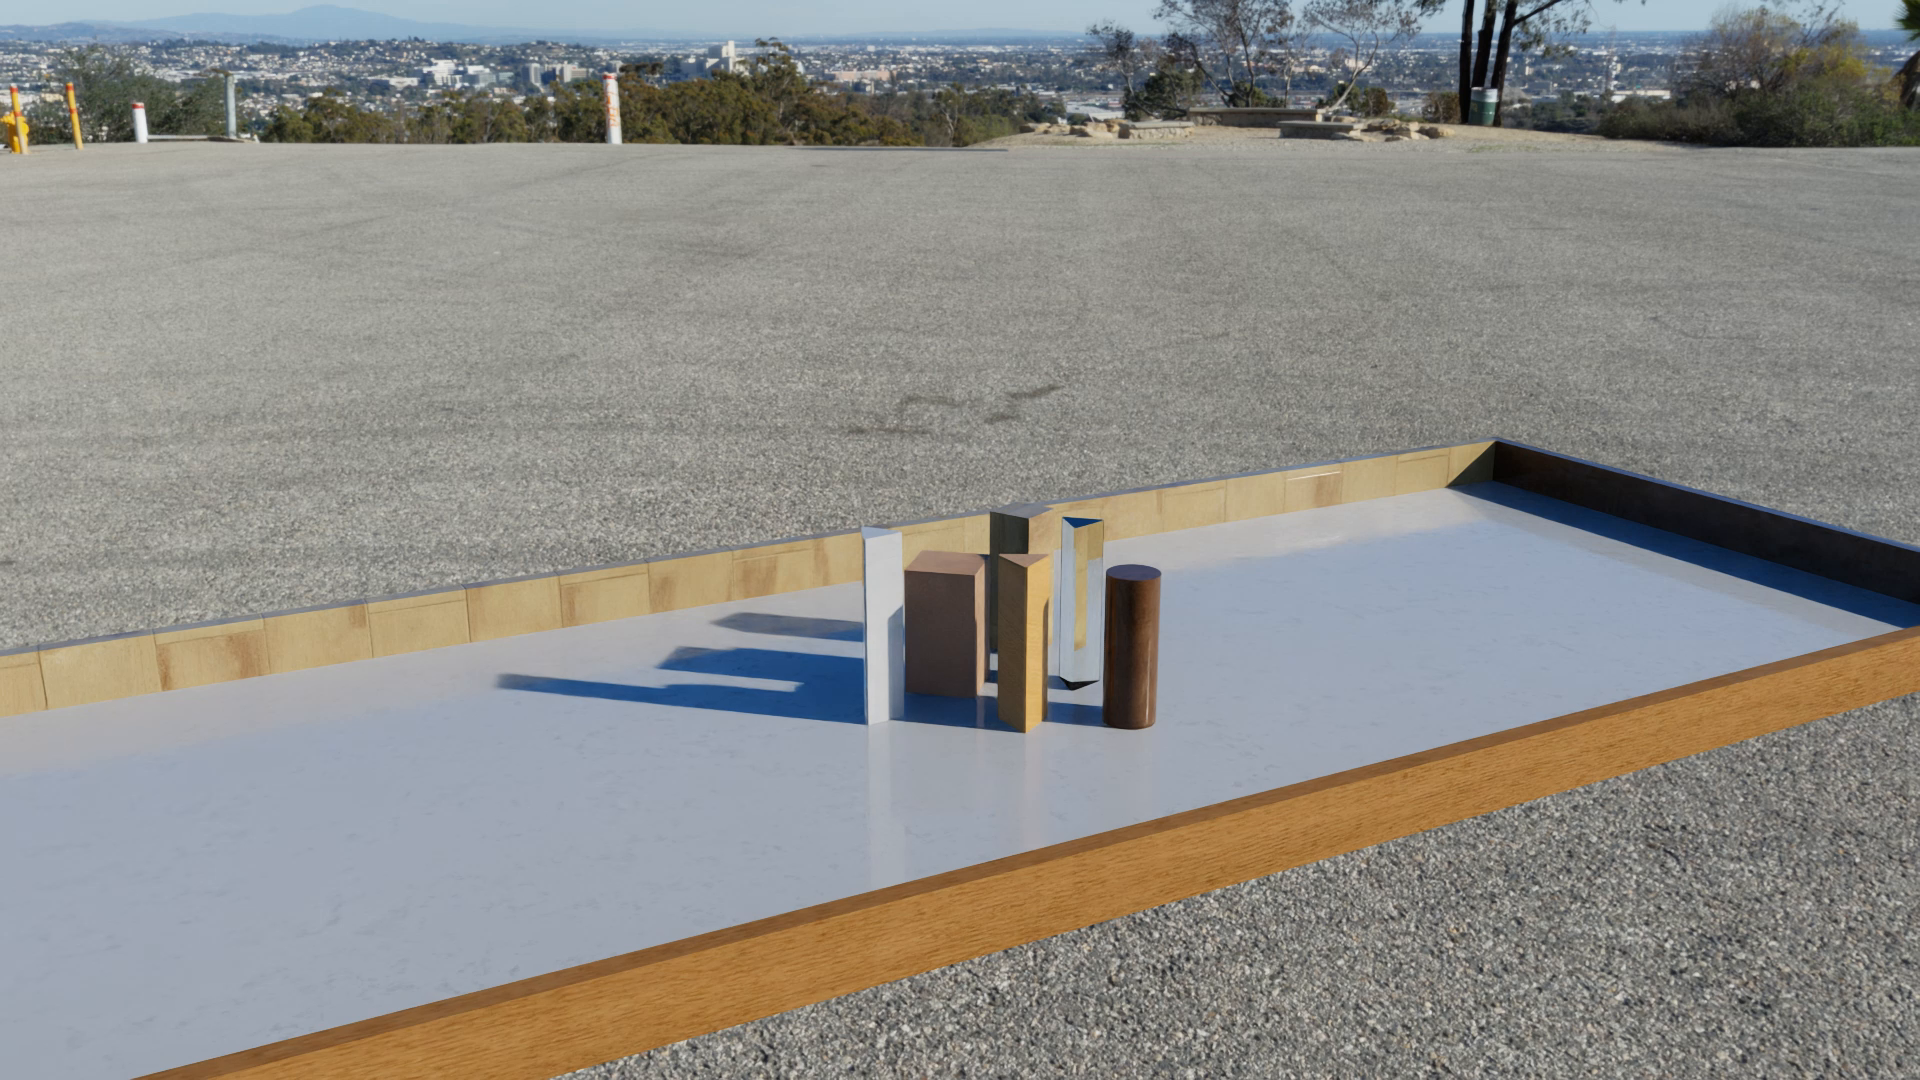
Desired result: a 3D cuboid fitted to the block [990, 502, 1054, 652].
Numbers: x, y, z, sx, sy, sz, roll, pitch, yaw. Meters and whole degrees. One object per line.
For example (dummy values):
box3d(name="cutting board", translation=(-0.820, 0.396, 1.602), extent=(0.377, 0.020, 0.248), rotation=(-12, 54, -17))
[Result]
box3d(name="block", translation=(0.162, 0.101, 4.344), extent=(0.122, 0.375, 0.122), rotation=(11, 20, 34))

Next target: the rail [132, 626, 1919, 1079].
box3d(name="rail", translation=(-2.336, 1.006, 1.665), extent=(12.000, 0.150, 0.050), rotation=(-9, 18, -27))

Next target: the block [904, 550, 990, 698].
box3d(name="block", translation=(-0.029, 0.206, 4.092), extent=(0.175, 0.316, 0.175), rotation=(4, 17, 13))

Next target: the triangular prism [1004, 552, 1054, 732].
box3d(name="triangular prism", translation=(0.138, 0.232, 3.847), extent=(0.116, 0.404, 0.100), rotation=(-13, 21, -37))

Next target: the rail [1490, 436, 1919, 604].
box3d(name="rail", translation=(2.466, -0.048, 5.253), extent=(0.050, 0.150, 2.100), rotation=(-9, 18, -27))

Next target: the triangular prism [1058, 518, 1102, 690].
box3d(name="triangular prism", translation=(0.282, 0.154, 4.088), extent=(0.089, 0.419, 0.103), rotation=(13, 21, 37))

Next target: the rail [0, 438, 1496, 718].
box3d(name="rail", translation=(-3.305, 0.497, 3.399), extent=(12.000, 0.150, 0.050), rotation=(-9, 18, -27))

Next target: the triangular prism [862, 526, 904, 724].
box3d(name="triangular prism", translation=(-0.202, 0.198, 3.874), extent=(0.104, 0.456, 0.090), rotation=(-11, 20, -34))

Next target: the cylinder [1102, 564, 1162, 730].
box3d(name="cylinder", translation=(0.401, 0.250, 3.857), extent=(0.128, 0.365, 0.128), rotation=(0, 16, 0))
